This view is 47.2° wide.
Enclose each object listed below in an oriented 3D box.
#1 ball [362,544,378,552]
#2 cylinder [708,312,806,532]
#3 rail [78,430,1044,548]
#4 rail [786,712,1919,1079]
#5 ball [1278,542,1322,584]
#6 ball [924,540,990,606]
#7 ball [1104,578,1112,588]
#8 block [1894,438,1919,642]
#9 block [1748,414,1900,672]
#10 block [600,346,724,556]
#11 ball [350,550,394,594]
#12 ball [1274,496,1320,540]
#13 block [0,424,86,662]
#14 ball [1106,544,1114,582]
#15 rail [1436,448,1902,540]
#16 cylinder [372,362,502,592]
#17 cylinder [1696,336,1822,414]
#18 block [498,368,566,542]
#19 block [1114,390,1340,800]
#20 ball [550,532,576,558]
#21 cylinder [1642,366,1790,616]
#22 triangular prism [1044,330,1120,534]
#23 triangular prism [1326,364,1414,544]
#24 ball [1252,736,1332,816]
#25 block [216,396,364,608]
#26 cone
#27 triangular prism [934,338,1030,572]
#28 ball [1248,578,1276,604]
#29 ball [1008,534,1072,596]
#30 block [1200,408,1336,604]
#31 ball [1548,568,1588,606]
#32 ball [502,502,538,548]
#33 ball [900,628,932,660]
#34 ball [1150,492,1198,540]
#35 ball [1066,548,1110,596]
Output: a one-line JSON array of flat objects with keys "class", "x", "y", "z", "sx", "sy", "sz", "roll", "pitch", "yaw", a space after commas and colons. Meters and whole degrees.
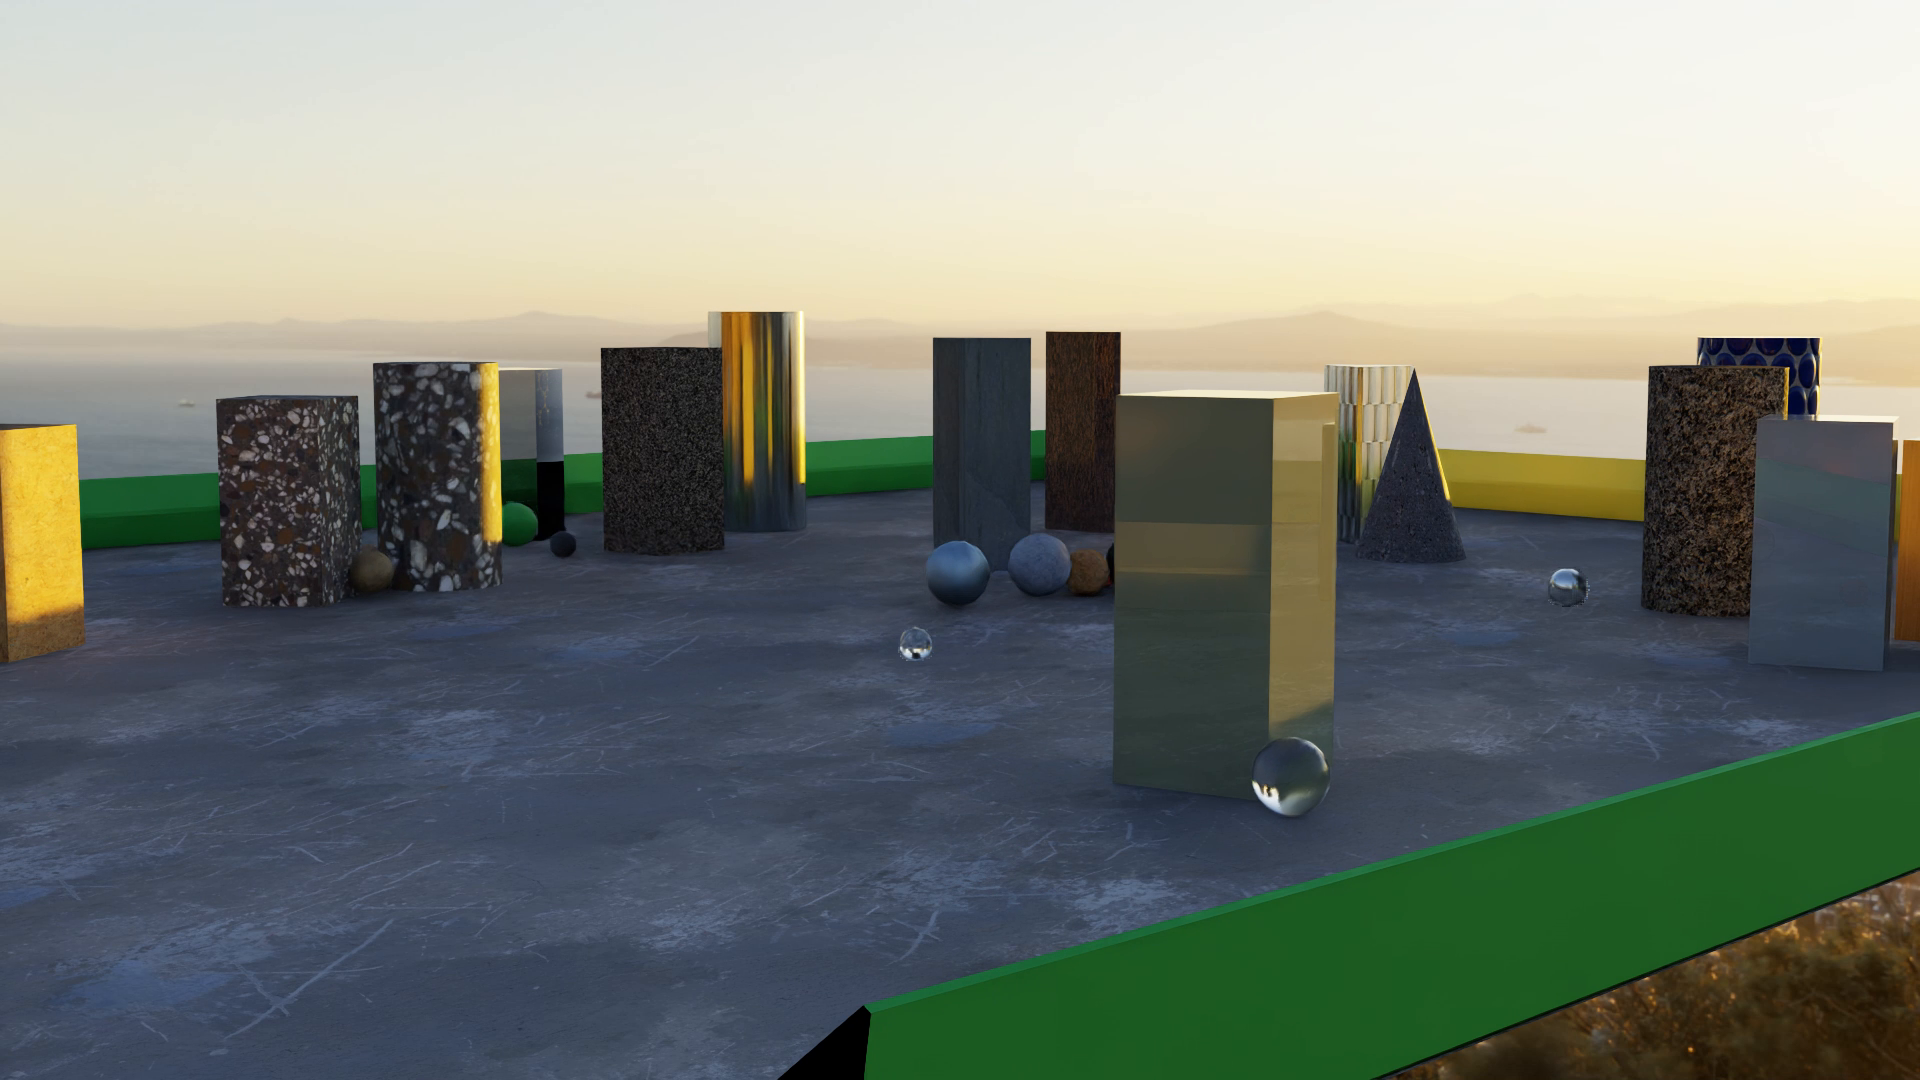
[{"class": "ball", "x": -0.975, "y": 0.038, "z": 3.616, "sx": 0.062, "sy": 0.062, "sz": 0.062, "roll": 0, "pitch": 6, "yaw": 0}, {"class": "cylinder", "x": -0.414, "y": -0.245, "z": 4.495, "sx": 0.197, "sy": 0.442, "sz": 0.197, "roll": 0, "pitch": 6, "yaw": 0}, {"class": "rail", "x": -1.131, "y": -0.094, "z": 4.551, "sx": 3.929, "sy": 0.128, "sz": 0.045, "roll": -5, "pitch": 8, "yaw": -42}, {"class": "rail", "x": 1.131, "y": 0.161, "z": 2.113, "sx": 3.929, "sy": 0.128, "sz": 0.045, "roll": -5, "pitch": 8, "yaw": -42}, {"class": "ball", "x": 0.554, "y": 0.037, "z": 3.585, "sx": 0.071, "sy": 0.071, "sz": 0.071, "roll": 0, "pitch": 6, "yaw": 0}, {"class": "ball", "x": -0.004, "y": 0.050, "z": 3.320, "sx": 0.099, "sy": 0.099, "sz": 0.099, "roll": 0, "pitch": 6, "yaw": 0}, {"class": "ball", "x": 0.230, "y": 0.056, "z": 3.539, "sx": 0.041, "sy": 0.041, "sz": 0.041, "roll": 0, "pitch": 6, "yaw": 0}, {"class": "block", "x": 1.379, "y": -0.001, "z": 2.983, "sx": 0.158, "sy": 0.271, "sz": 0.158, "roll": 5, "pitch": 8, "yaw": 38}, {"class": "block", "x": 1.104, "y": -0.002, "z": 2.809, "sx": 0.158, "sy": 0.308, "sz": 0.158, "roll": 3, "pitch": 7, "yaw": 25}, {"class": "block", "x": -0.551, "y": -0.168, "z": 4.081, "sx": 0.158, "sy": 0.376, "sz": 0.158, "roll": 5, "pitch": 8, "yaw": 40}, {"class": "ball", "x": -0.913, "y": 0.049, "z": 3.410, "sx": 0.067, "sy": 0.067, "sz": 0.067, "roll": 0, "pitch": 6, "yaw": 0}, {"class": "ball", "x": 0.653, "y": -0.042, "z": 4.265, "sx": 0.087, "sy": 0.087, "sz": 0.087, "roll": 0, "pitch": 6, "yaw": 0}, {"class": "block", "x": -1.266, "y": -0.001, "z": 2.870, "sx": 0.158, "sy": 0.294, "sz": 0.158, "roll": 1, "pitch": 6, "yaw": 13}, {"class": "ball", "x": 0.277, "y": 0.037, "z": 3.479, "sx": 0.093, "sy": 0.093, "sz": 0.093, "roll": 0, "pitch": 6, "yaw": 0}, {"class": "rail", "x": 1.426, "y": -0.103, "z": 4.641, "sx": 0.045, "sy": 0.128, "sz": 3.382, "roll": -5, "pitch": 8, "yaw": -42}, {"class": "cylinder", "x": -0.847, "y": -0.107, "z": 3.572, "sx": 0.197, "sy": 0.360, "sz": 0.197, "roll": 0, "pitch": 6, "yaw": 0}, {"class": "cylinder", "x": 1.335, "y": -0.140, "z": 3.692, "sx": 0.197, "sy": 0.400, "sz": 0.197, "roll": 0, "pitch": 6, "yaw": 0}, {"class": "block", "x": -0.885, "y": -0.168, "z": 4.296, "sx": 0.158, "sy": 0.331, "sz": 0.158, "roll": -6, "pitch": 8, "yaw": -44}, {"class": "block", "x": 0.253, "y": 0.045, "z": 2.087, "sx": 0.158, "sy": 0.366, "sz": 0.158, "roll": 4, "pitch": 7, "yaw": 31}, {"class": "ball", "x": -0.716, "y": 0.008, "z": 3.965, "sx": 0.048, "sy": 0.048, "sz": 0.048, "roll": 0, "pitch": 6, "yaw": 0}, {"class": "cylinder", "x": 1.126, "y": -0.078, "z": 3.283, "sx": 0.197, "sy": 0.361, "sz": 0.197, "roll": 0, "pitch": 6, "yaw": 0}, {"class": "triangular prism", "x": 0.286, "y": -0.224, "z": 4.491, "sx": 0.171, "sy": 0.402, "sz": 0.148, "roll": 4, "pitch": 7, "yaw": 35}, {"class": "triangular prism", "x": 0.768, "y": -0.170, "z": 4.279, "sx": 0.171, "sy": 0.338, "sz": 0.148, "roll": -6, "pitch": 8, "yaw": -43}, {"class": "ball", "x": 0.292, "y": 0.209, "z": 1.943, "sx": 0.070, "sy": 0.070, "sz": 0.070, "roll": 0, "pitch": 6, "yaw": 0}, {"class": "block", "x": -1.028, "y": -0.063, "z": 3.382, "sx": 0.158, "sy": 0.312, "sz": 0.158, "roll": 1, "pitch": 6, "yaw": 7}, {"class": "cone", "x": 0.817, "y": -0.141, "z": 3.968, "sx": 0.197, "sy": 0.344, "sz": 0.197, "roll": 0, "pitch": 6, "yaw": 0}, {"class": "triangular prism", "x": 0.009, "y": -0.150, "z": 3.799, "sx": 0.148, "sy": 0.397, "sz": 0.171, "roll": 6, "pitch": 8, "yaw": 44}, {"class": "ball", "x": 0.459, "y": 0.077, "z": 3.341, "sx": 0.041, "sy": 0.041, "sz": 0.041, "roll": 0, "pitch": 6, "yaw": 0}, {"class": "ball", "x": 0.123, "y": 0.038, "z": 3.405, "sx": 0.098, "sy": 0.098, "sz": 0.098, "roll": 0, "pitch": 6, "yaw": 0}, {"class": "block", "x": 0.482, "y": -0.056, "z": 3.430, "sx": 0.158, "sy": 0.288, "sz": 0.158, "roll": 4, "pitch": 7, "yaw": 31}, {"class": "ball", "x": 0.915, "y": 0.072, "z": 3.315, "sx": 0.057, "sy": 0.057, "sz": 0.057, "roll": 0, "pitch": 6, "yaw": 0}, {"class": "ball", "x": -0.839, "y": -0.029, "z": 4.146, "sx": 0.084, "sy": 0.084, "sz": 0.084, "roll": 0, "pitch": 6, "yaw": 0}, {"class": "ball", "x": -0.056, "y": 0.133, "z": 2.803, "sx": 0.042, "sy": 0.042, "sz": 0.042, "roll": 0, "pitch": 6, "yaw": 0}, {"class": "ball", "x": 0.416, "y": -0.047, "z": 4.282, "sx": 0.093, "sy": 0.093, "sz": 0.093, "roll": 0, "pitch": 6, "yaw": 0}, {"class": "ball", "x": 0.197, "y": 0.050, "z": 3.447, "sx": 0.074, "sy": 0.074, "sz": 0.074, "roll": 0, "pitch": 6, "yaw": 0}]
